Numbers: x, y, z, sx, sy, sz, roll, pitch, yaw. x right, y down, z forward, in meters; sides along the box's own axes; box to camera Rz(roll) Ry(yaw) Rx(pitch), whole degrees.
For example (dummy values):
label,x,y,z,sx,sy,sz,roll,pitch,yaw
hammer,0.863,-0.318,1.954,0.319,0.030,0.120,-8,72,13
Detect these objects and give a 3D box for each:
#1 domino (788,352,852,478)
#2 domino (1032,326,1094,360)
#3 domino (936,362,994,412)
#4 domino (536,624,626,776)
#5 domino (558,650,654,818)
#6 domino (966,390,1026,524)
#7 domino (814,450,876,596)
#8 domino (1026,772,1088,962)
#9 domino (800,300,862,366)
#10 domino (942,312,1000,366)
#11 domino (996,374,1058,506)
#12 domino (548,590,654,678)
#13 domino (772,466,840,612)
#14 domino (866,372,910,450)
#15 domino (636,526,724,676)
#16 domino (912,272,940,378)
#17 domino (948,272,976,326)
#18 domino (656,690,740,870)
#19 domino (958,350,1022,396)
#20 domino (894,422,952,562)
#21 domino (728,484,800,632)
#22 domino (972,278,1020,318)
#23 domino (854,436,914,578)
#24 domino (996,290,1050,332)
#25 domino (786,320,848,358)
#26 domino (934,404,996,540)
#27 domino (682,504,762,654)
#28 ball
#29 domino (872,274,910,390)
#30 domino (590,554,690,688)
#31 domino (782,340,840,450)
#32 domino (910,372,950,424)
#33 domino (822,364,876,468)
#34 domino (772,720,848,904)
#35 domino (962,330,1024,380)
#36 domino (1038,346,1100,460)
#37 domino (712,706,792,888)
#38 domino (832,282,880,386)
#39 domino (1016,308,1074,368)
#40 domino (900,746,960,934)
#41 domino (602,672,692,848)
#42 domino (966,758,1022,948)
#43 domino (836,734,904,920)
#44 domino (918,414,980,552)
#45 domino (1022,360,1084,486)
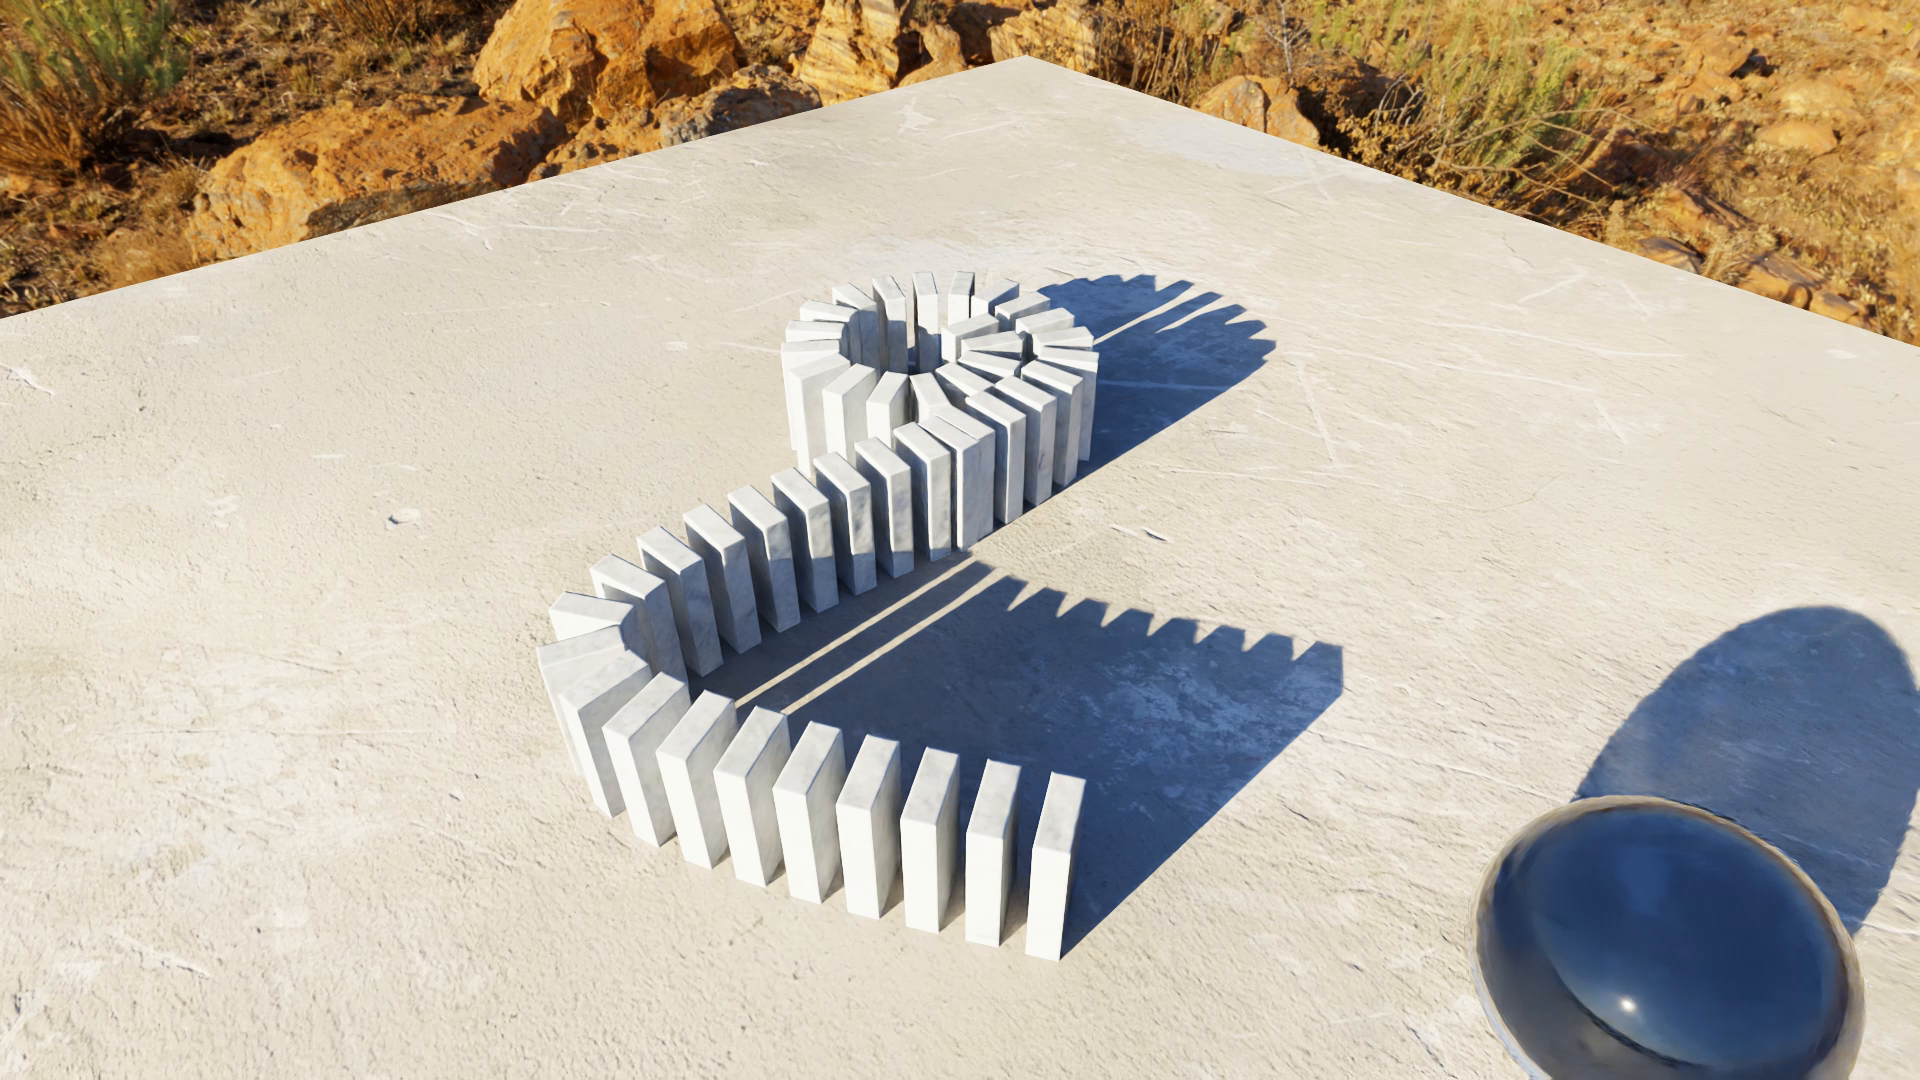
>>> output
label,x,y,z,sx,sy,sz,roll,pitch,yaw
domino,-0.059,-0.054,0.477,0.025,0.050,0.009,-26,46,-28
domino,0.045,-0.070,0.497,0.025,0.050,0.009,-10,40,-12
domino,0.002,-0.048,0.470,0.009,0.050,0.025,-31,49,-32
domino,-0.115,0.051,0.349,0.025,0.050,0.009,-15,42,-18
domino,-0.104,0.060,0.338,0.009,0.050,0.025,29,48,31
domino,0.014,-0.034,0.453,0.010,0.050,0.025,-30,48,-31
domino,-0.043,-0.006,0.419,0.010,0.050,0.025,-24,45,-26
domino,0.026,0.090,0.302,0.009,0.050,0.025,10,40,11
domino,-0.060,-0.086,0.516,0.025,0.050,0.009,15,42,17
domino,0.005,-0.077,0.505,0.025,0.050,0.010,-24,45,-26
domino,0.027,-0.041,0.462,0.025,0.050,0.010,32,49,33
domino,-0.116,0.041,0.362,0.025,0.050,0.010,9,40,11
domino,-0.058,0.000,0.411,0.010,0.050,0.025,-25,46,-28
domino,-0.029,-0.043,0.463,0.010,0.050,0.025,10,40,12
domino,-0.098,0.022,0.385,0.025,0.050,0.009,31,49,32
domino,-0.016,-0.102,0.536,0.010,0.050,0.025,-5,40,-6
domino,0.001,-0.102,0.536,0.009,0.050,0.025,5,40,6
domino,-0.074,0.071,0.325,0.010,0.050,0.025,15,42,17
domino,0.013,-0.056,0.480,0.025,0.050,0.010,15,42,17
domino,-0.015,-0.019,0.434,0.010,0.050,0.025,-23,45,-26
domino,-0.071,0.007,0.403,0.010,0.050,0.025,-27,46,-29
domino,0.017,-0.098,0.531,0.010,0.050,0.025,26,46,28
domino,-0.029,-0.012,0.427,0.009,0.050,0.025,-23,45,-26
domino,0.029,-0.090,0.521,0.025,0.050,0.009,-26,46,-28
domino,-0.064,-0.075,0.503,0.025,0.050,0.009,5,40,6
domino,0.002,-0.027,0.444,0.009,0.050,0.025,-31,48,-32
domino,-0.085,0.014,0.394,0.010,0.050,0.025,-29,47,-31
ball,0.166,0.102,0.264,0.080,0.080,0.080,0,39,0
domino,-0.033,-0.099,0.533,0.009,0.050,0.025,-12,41,-14
domino,-0.108,0.031,0.374,0.025,0.050,0.010,23,44,25
domino,-0.064,-0.064,0.490,0.025,0.050,0.009,-3,39,-4
domino,-0.012,-0.042,0.463,0.009,0.050,0.025,-12,41,-14
domino,-0.046,-0.047,0.469,0.010,0.050,0.025,20,43,23
domino,-0.041,0.079,0.316,0.010,0.050,0.025,12,41,14
domino,0.014,-0.068,0.494,0.025,0.050,0.009,-13,41,-16
domino,0.047,-0.060,0.484,0.025,0.050,0.009,8,40,9
domino,-0.058,0.075,0.320,0.010,0.050,0.025,13,41,15
domino,-0.049,-0.095,0.527,0.009,0.050,0.025,-24,45,-26
domino,0.039,-0.081,0.510,0.025,0.050,0.009,-19,43,-21
domino,-0.008,0.085,0.308,0.009,0.050,0.025,9,40,11
domino,-0.090,0.066,0.330,0.010,0.050,0.025,20,43,22
domino,0.009,0.087,0.305,0.010,0.050,0.025,9,40,11
domino,-0.025,0.082,0.312,0.010,0.050,0.025,10,40,12
domino,-0.005,-0.022,0.438,0.010,0.050,0.025,-31,48,-32
domino,0.039,-0.050,0.472,0.025,0.050,0.009,26,46,28
